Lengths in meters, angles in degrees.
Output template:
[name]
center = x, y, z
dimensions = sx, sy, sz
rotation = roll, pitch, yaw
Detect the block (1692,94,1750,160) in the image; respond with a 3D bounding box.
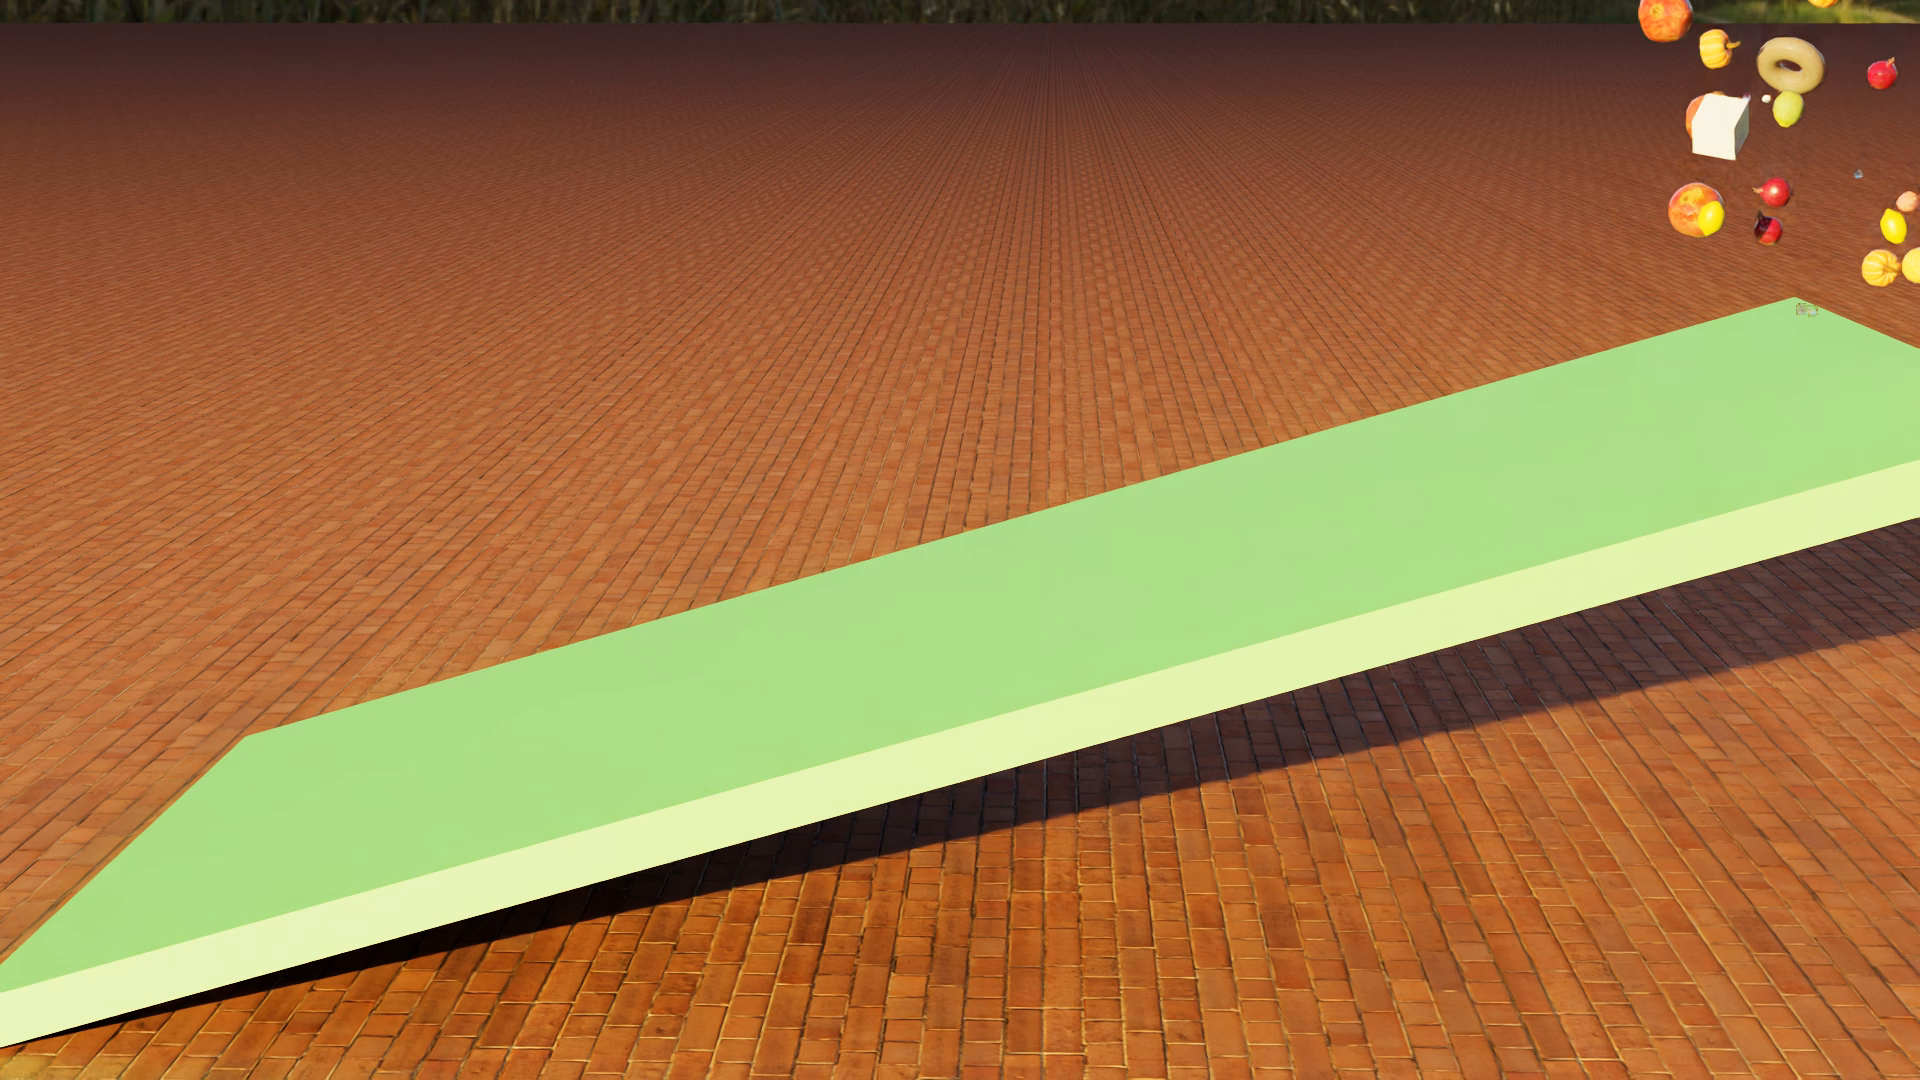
[block]
center = 1.505, -0.818, 5.819
dimensions = 0.085, 0.085, 0.085
rotation = 15, 55, 27

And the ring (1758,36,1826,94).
[ring]
center = 1.678, -0.958, 5.938
dimensions = 0.141, 0.141, 0.047
rotation = 8, 55, 37

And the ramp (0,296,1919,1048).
[ramp]
center = 0.090, 0.187, 6.320
dimensions = 4.000, 0.100, 2.000
rotation = -16, 10, 5
